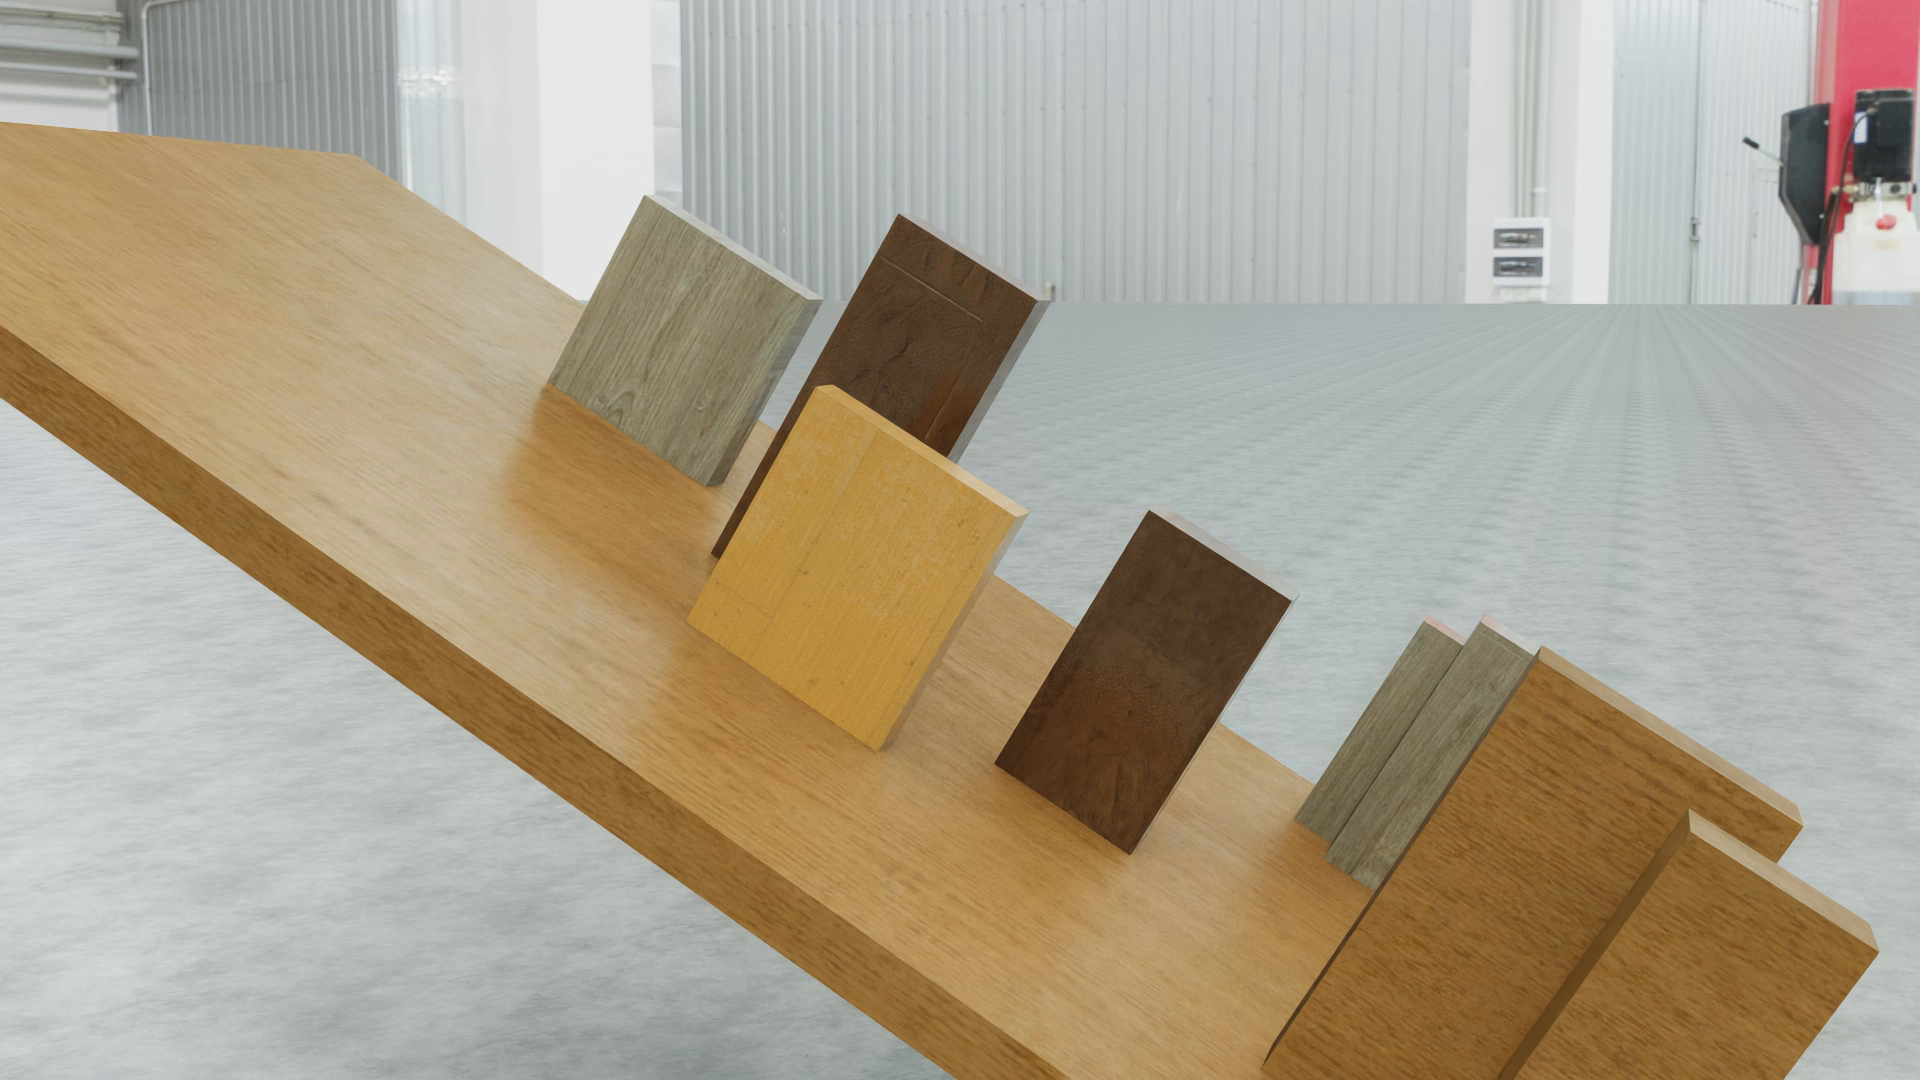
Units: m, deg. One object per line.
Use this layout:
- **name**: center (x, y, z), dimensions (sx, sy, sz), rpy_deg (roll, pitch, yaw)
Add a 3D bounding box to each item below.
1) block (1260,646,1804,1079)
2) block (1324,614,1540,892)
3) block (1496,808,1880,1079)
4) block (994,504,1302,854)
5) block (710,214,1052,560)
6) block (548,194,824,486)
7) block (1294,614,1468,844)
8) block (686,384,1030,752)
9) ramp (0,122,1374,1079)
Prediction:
- **block**: center (0.846, 0.602, 3.306), dimensions (0.431, 0.769, 0.132), rpy_deg (33, 15, 11)
- **block**: center (1.055, 0.500, 4.421), dimensions (0.380, 0.582, 0.119), rpy_deg (33, 15, 11)
- **block**: center (0.926, 0.755, 3.045), dimensions (0.279, 0.722, 0.135), rpy_deg (33, 15, 11)
- **block**: center (0.331, 0.248, 3.919), dimensions (0.294, 0.547, 0.107), rpy_deg (33, 15, 11)
- **block**: center (-0.153, -0.207, 4.102), dimensions (0.305, 0.741, 0.101), rpy_deg (33, 15, 11)
- **block**: center (-0.571, -0.413, 4.554), dimensions (0.415, 0.447, 0.092), rpy_deg (33, 15, 11)
- **block**: center (0.943, 0.439, 4.562), dimensions (0.261, 0.502, 0.089), rpy_deg (33, 15, 11)
- **block**: center (-0.179, 0.046, 3.739), dimensions (0.407, 0.475, 0.083), rpy_deg (33, 15, 11)
- **ramp**: center (-0.170, 0.280, 4.121), dimensions (4.000, 0.100, 2.000), rpy_deg (33, 15, 11)
